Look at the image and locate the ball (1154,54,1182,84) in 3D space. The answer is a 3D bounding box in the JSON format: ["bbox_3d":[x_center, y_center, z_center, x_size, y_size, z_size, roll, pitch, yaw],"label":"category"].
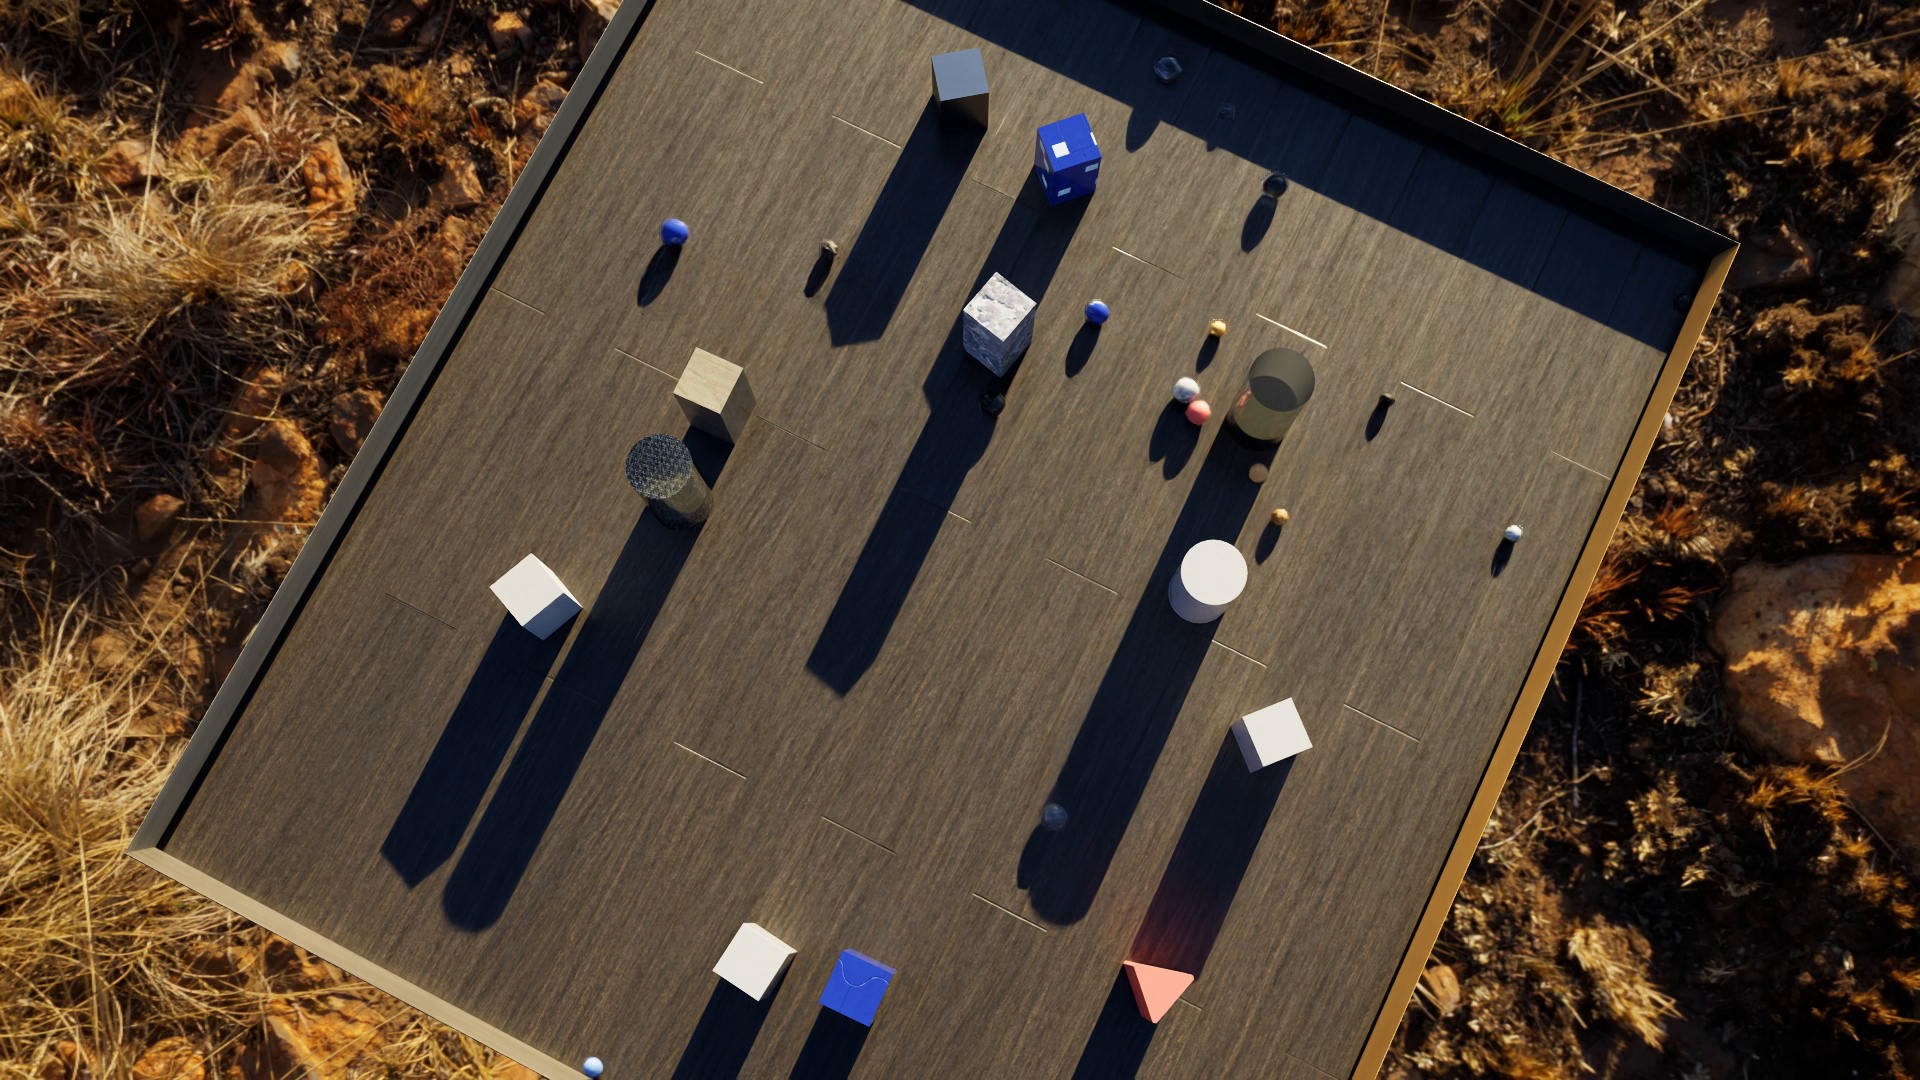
[{"bbox_3d":[0.668,-1.510,5.880,0.095,0.095,0.095,0,78,0],"label":"ball"}]

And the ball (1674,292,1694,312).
[{"bbox_3d":[2.268,-0.742,5.738,0.062,0.062,0.062,0,78,0],"label":"ball"}]

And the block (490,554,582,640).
[{"bbox_3d":[-1.255,0.171,5.440,0.152,0.275,0.152,-40,81,-8],"label":"block"}]

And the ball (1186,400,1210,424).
[{"bbox_3d":[0.736,-0.393,5.660,0.075,0.075,0.075,0,78,0],"label":"ball"}]

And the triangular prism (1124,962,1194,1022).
[{"bbox_3d":[0.533,1.247,5.190,0.143,0.331,0.165,41,81,8],"label":"triangular prism"}]

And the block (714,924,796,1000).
[{"bbox_3d":[-0.580,1.200,5.223,0.152,0.285,0.152,32,80,6],"label":"block"}]

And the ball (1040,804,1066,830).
[{"bbox_3d":[0.277,0.817,5.408,0.077,0.077,0.077,0,78,0],"label":"ball"}]

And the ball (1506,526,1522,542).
[{"bbox_3d":[1.690,-0.020,5.596,0.048,0.048,0.048,0,78,0],"label":"ball"}]

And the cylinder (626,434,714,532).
[{"bbox_3d":[-0.855,-0.164,5.423,0.190,0.445,0.190,0,78,0],"label":"cylinder"}]

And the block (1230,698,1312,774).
[{"bbox_3d":[0.910,0.575,5.373,0.152,0.244,0.152,-21,79,-4],"label":"block"}]

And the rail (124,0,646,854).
[{"bbox_3d":[-1.542,-0.748,5.707,0.045,0.124,3.833,26,80,5],"label":"rail"}]

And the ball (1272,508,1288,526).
[{"bbox_3d":[0.978,-0.070,5.604,0.052,0.052,0.052,0,78,0],"label":"ball"}]

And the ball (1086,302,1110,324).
[{"bbox_3d":[0.430,-0.709,5.726,0.072,0.072,0.072,0,78,0],"label":"ball"}]

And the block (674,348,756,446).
[{"bbox_3d":[-0.734,-0.429,5.520,0.152,0.362,0.152,24,79,5],"label":"block"}]

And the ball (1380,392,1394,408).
[{"bbox_3d":[1.323,-0.434,5.683,0.046,0.046,0.046,0,78,0],"label":"ball"}]

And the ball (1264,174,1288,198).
[{"bbox_3d":[0.999,-1.122,5.810,0.075,0.075,0.075,0,78,0],"label":"ball"}]

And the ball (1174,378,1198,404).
[{"bbox_3d":[0.699,-0.461,5.672,0.079,0.079,0.079,0,78,0],"label":"ball"}]

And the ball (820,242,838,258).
[{"bbox_3d":[-0.412,-0.914,5.777,0.055,0.055,0.055,0,78,0],"label":"ball"}]

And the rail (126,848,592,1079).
[{"bbox_3d":[-0.846,1.664,5.208,3.494,0.124,0.045,26,80,5],"label":"rail"}]

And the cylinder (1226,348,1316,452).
[{"bbox_3d":[0.922,-0.413,5.470,0.190,0.454,0.190,0,78,0],"label":"cylinder"}]

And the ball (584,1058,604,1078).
[{"bbox_3d":[-1.056,1.520,5.273,0.057,0.057,0.057,0,78,0],"label":"ball"}]

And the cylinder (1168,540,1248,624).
[{"bbox_3d":[0.729,0.127,5.420,0.190,0.333,0.190,0,78,0],"label":"cylinder"}]

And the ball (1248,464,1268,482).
[{"bbox_3d":[0.916,-0.206,5.629,0.059,0.059,0.059,0,78,0],"label":"ball"}]

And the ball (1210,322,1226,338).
[{"bbox_3d":[0.808,-0.659,5.728,0.049,0.049,0.049,0,78,0],"label":"ball"}]

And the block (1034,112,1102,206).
[{"bbox_3d":[0.334,-1.185,5.721,0.152,0.275,0.152,-19,79,-4],"label":"block"}]

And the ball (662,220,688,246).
[{"bbox_3d":[-0.897,-0.967,5.774,0.084,0.084,0.084,0,78,0],"label":"ball"}]

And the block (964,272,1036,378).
[{"bbox_3d":[0.117,-0.647,5.561,0.152,0.372,0.152,39,81,7],"label":"block"}]

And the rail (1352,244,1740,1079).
[{"bbox_3d":[1.542,0.761,5.395,0.045,0.124,3.833,26,80,5],"label":"rail"}]

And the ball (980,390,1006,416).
[{"bbox_3d":[0.101,-0.422,5.663,0.079,0.079,0.079,0,78,0],"label":"ball"}]

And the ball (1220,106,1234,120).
[{"bbox_3d":[0.856,-1.370,5.876,0.046,0.046,0.046,0,78,0],"label":"ball"}]

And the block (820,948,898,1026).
[{"bbox_3d":[-0.284,1.258,5.167,0.152,0.371,0.152,24,79,5],"label":"block"}]

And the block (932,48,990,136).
[{"bbox_3d":[0.000,-1.409,5.774,0.152,0.262,0.152,-11,79,-2],"label":"block"}]

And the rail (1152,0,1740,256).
[{"bbox_3d":[0.846,-1.651,5.894,3.494,0.124,0.045,26,80,5],"label":"rail"}]
